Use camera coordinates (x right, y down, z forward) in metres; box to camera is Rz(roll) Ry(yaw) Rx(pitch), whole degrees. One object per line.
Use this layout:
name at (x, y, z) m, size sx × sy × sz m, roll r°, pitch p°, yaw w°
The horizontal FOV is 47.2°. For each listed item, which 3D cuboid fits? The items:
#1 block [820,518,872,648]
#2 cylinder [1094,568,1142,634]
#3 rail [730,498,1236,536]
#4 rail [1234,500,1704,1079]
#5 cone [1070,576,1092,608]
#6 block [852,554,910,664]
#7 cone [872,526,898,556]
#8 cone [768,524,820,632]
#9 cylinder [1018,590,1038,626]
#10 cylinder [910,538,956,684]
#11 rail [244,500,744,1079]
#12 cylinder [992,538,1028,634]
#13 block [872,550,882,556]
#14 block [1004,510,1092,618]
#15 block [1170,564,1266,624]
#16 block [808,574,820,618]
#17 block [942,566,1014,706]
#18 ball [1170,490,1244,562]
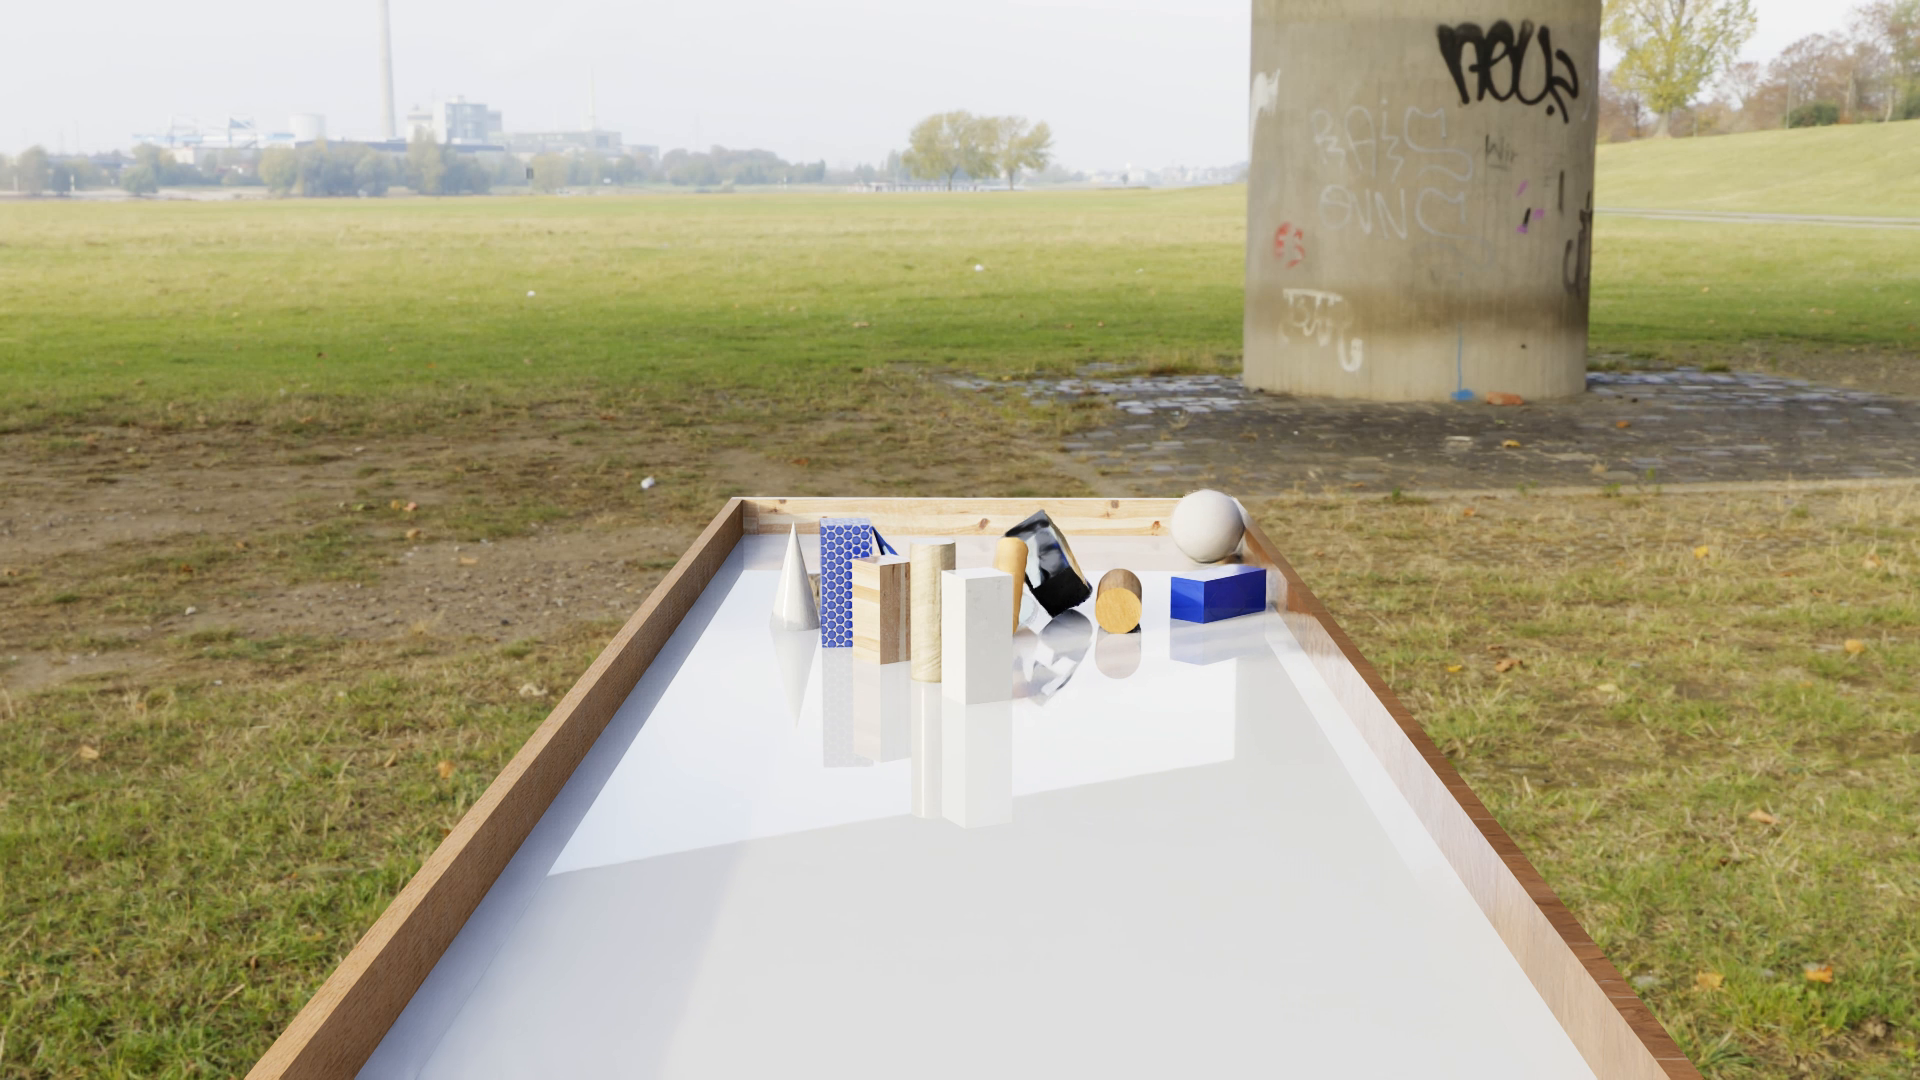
block at (-0.360, 0.133, 6.936) m, size 0.159 × 0.387 × 0.159 m, roll -1°, pitch 9°, yaw -5°
cylinder at (0.526, 0.199, 7.272) m, size 0.151 × 0.151 × 0.372 m, roll 1°, pitch 9°, yaw 5°
rail at (0.099, -0.098, 9.147) m, size 2.100 × 0.150 × 0.050 m, roll 0°, pitch 9°, yaw 1°
rail at (1.046, 0.843, 3.208) m, size 0.050 × 0.150 × 12.000 m, roll 0°, pitch 9°, yaw 1°
cone at (0.336, 0.060, 7.576) m, size 0.146 × 0.146 × 0.334 m, roll -4°, pitch 51°, yaw -22°
block at (-0.225, 0.210, 6.710) m, size 0.147 × 0.304 × 0.147 m, roll -7°, pitch 11°, yaw -36°
cone at (-0.181, 0.119, 6.884) m, size 0.163 × 0.163 × 0.447 m, roll -7°, pitch 56°, yaw -39°
cone at (-0.542, 0.110, 7.194) m, size 0.172 × 0.351 × 0.172 m, roll 0°, pitch 9°, yaw 0°
cylinder at (0.169, 0.203, 7.389) m, size 0.106 × 0.106 × 0.384 m, roll -2°, pitch 9°, yaw -11°
cylinder at (-0.078, 0.204, 6.421) m, size 0.133 × 0.407 × 0.133 m, roll 0°, pitch 9°, yaw 0°
rail at (-1.004, 0.839, 3.234) m, size 0.050 × 0.150 × 12.000 m, roll 0°, pitch 9°, yaw 1°
cylinder at (0.150, 0.150, 7.161) m, size 0.111 × 0.111 × 0.378 m, roll 1°, pitch 38°, yaw 7°
block at (-0.222, 0.176, 7.166) m, size 0.141 × 0.141 × 0.397 m, roll 43°, pitch -1°, yaw -21°
block at (0.295, 0.078, 7.412) m, size 0.158 × 0.158 × 0.319 m, roll -33°, pitch 40°, yaw 9°
block at (0.873, 0.180, 7.420) m, size 0.142 × 0.142 × 0.339 m, roll 9°, pitch 13°, yaw 44°
block at (-0.430, 0.200, 7.409) m, size 0.106 × 0.106 × 0.429 m, roll -2°, pitch 9°, yaw -14°
block at (0.048, 0.268, 6.182) m, size 0.149 × 0.356 × 0.149 m, roll -4°, pitch 10°, yaw -26°
ball at (0.950, -0.053, 8.454) m, size 0.279 × 0.279 × 0.279 m, roll 0°, pitch 9°, yaw 0°
